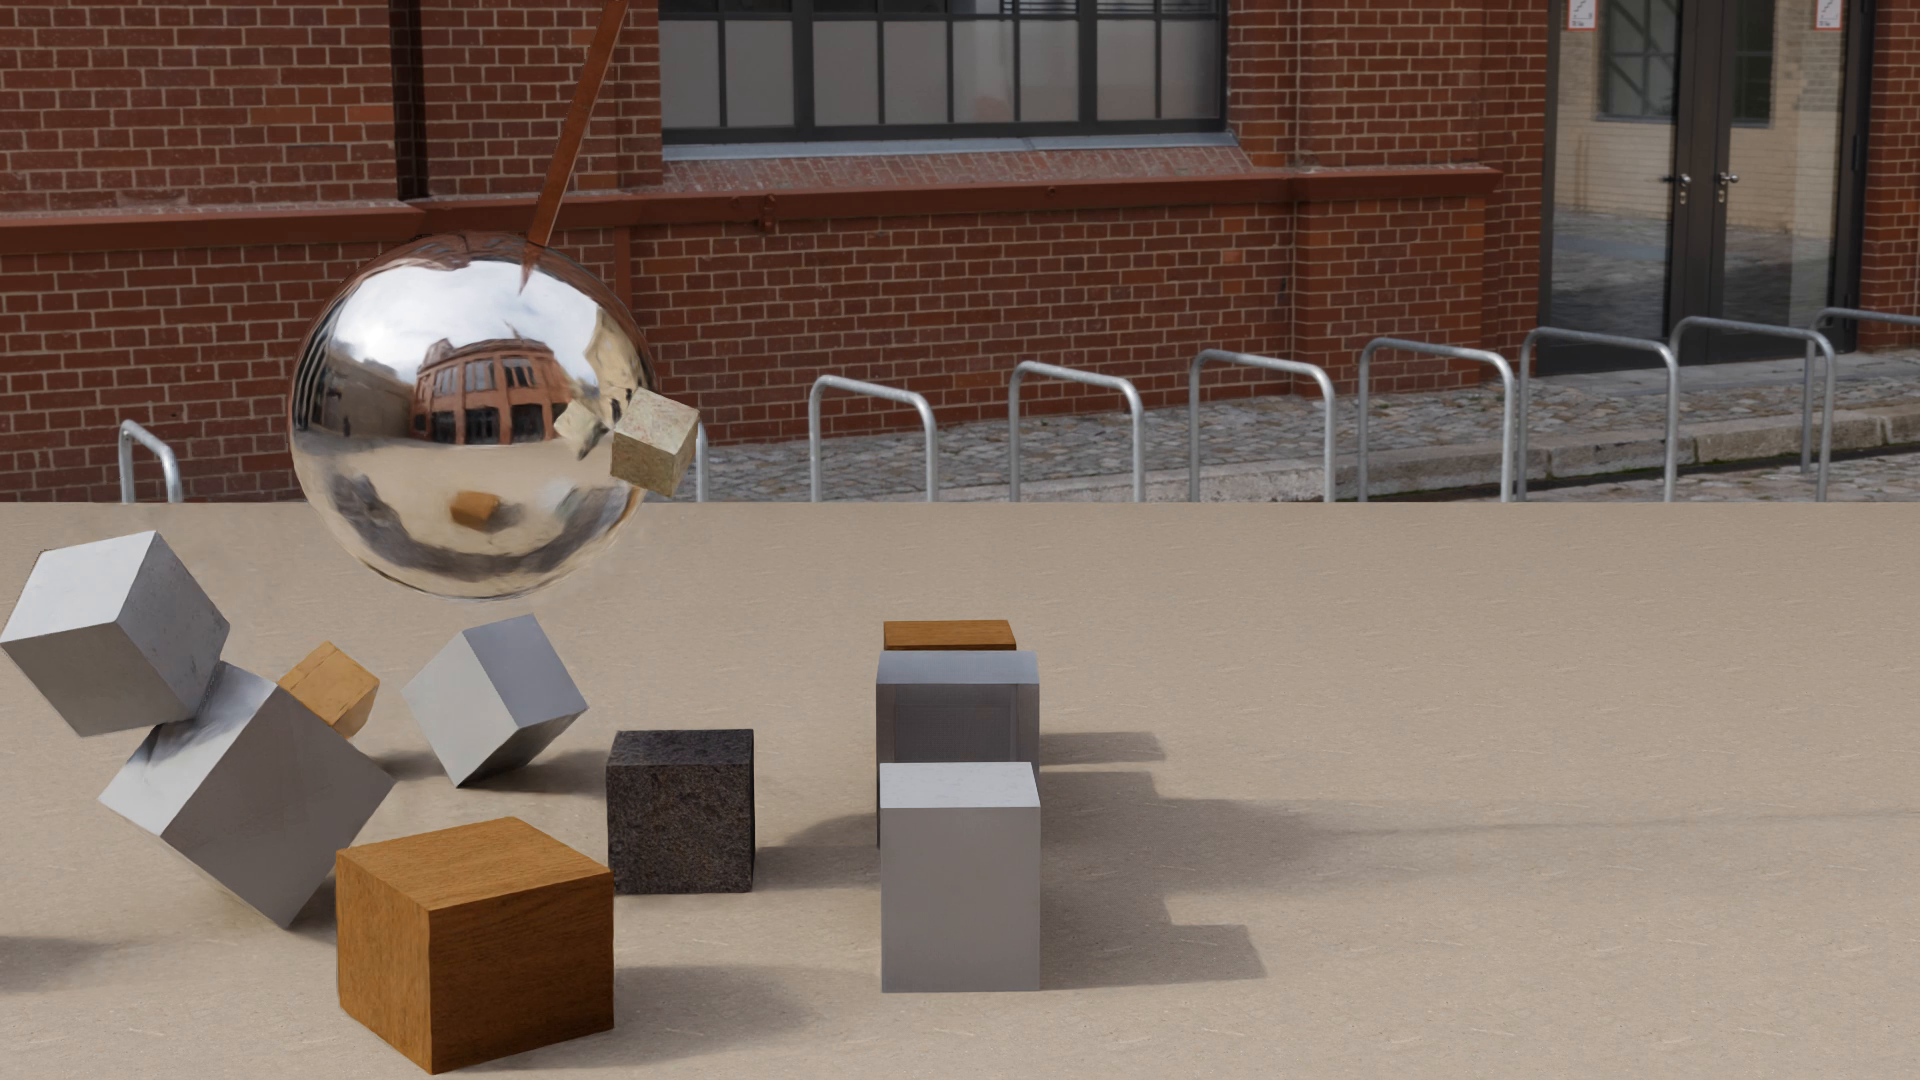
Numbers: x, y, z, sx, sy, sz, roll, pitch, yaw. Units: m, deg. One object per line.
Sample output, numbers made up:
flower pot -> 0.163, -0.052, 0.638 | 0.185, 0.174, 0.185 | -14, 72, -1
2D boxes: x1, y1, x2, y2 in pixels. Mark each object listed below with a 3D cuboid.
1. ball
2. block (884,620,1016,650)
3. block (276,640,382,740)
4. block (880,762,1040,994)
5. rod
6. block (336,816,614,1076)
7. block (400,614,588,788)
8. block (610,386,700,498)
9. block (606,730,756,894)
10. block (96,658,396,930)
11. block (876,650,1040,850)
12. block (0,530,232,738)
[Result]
ball -> -2.085, -0.530, 11.084 | 1.600, 1.600, 1.600 | 0, 10, 0
block -> -0.058, 0.797, 13.372 | 0.658, 0.647, 0.591 | -1, 10, -3
block -> -3.248, 0.834, 13.063 | 0.354, 0.388, 0.388 | 36, 45, 6
block -> -0.008, 1.328, 10.185 | 0.613, 0.742, 0.647 | 0, 10, -2
rod -> -0.903, -3.666, 10.514 | 0.080, 5.200, 0.080 | 20, 10, -4
block -> -1.809, 1.489, 9.556 | 0.742, 0.619, 0.763 | -8, 15, -37
block -> -2.339, 0.802, 12.891 | 0.575, 0.576, 0.505 | -41, -15, 32
block -> -1.238, -0.394, 10.417 | 0.269, 0.307, 0.245 | 21, 55, 4
block -> -1.227, 1.197, 11.366 | 0.614, 0.579, 0.597 | -1, 10, -3
block -> -3.006, 1.058, 10.826 | 0.677, 0.762, 0.716 | 12, -28, 50
block -> -0.010, 0.974, 12.020 | 0.741, 0.783, 0.677 | 0, 10, 0
block -> -3.518, 0.395, 10.717 | 0.568, 0.606, 0.517 | -10, 43, 17
